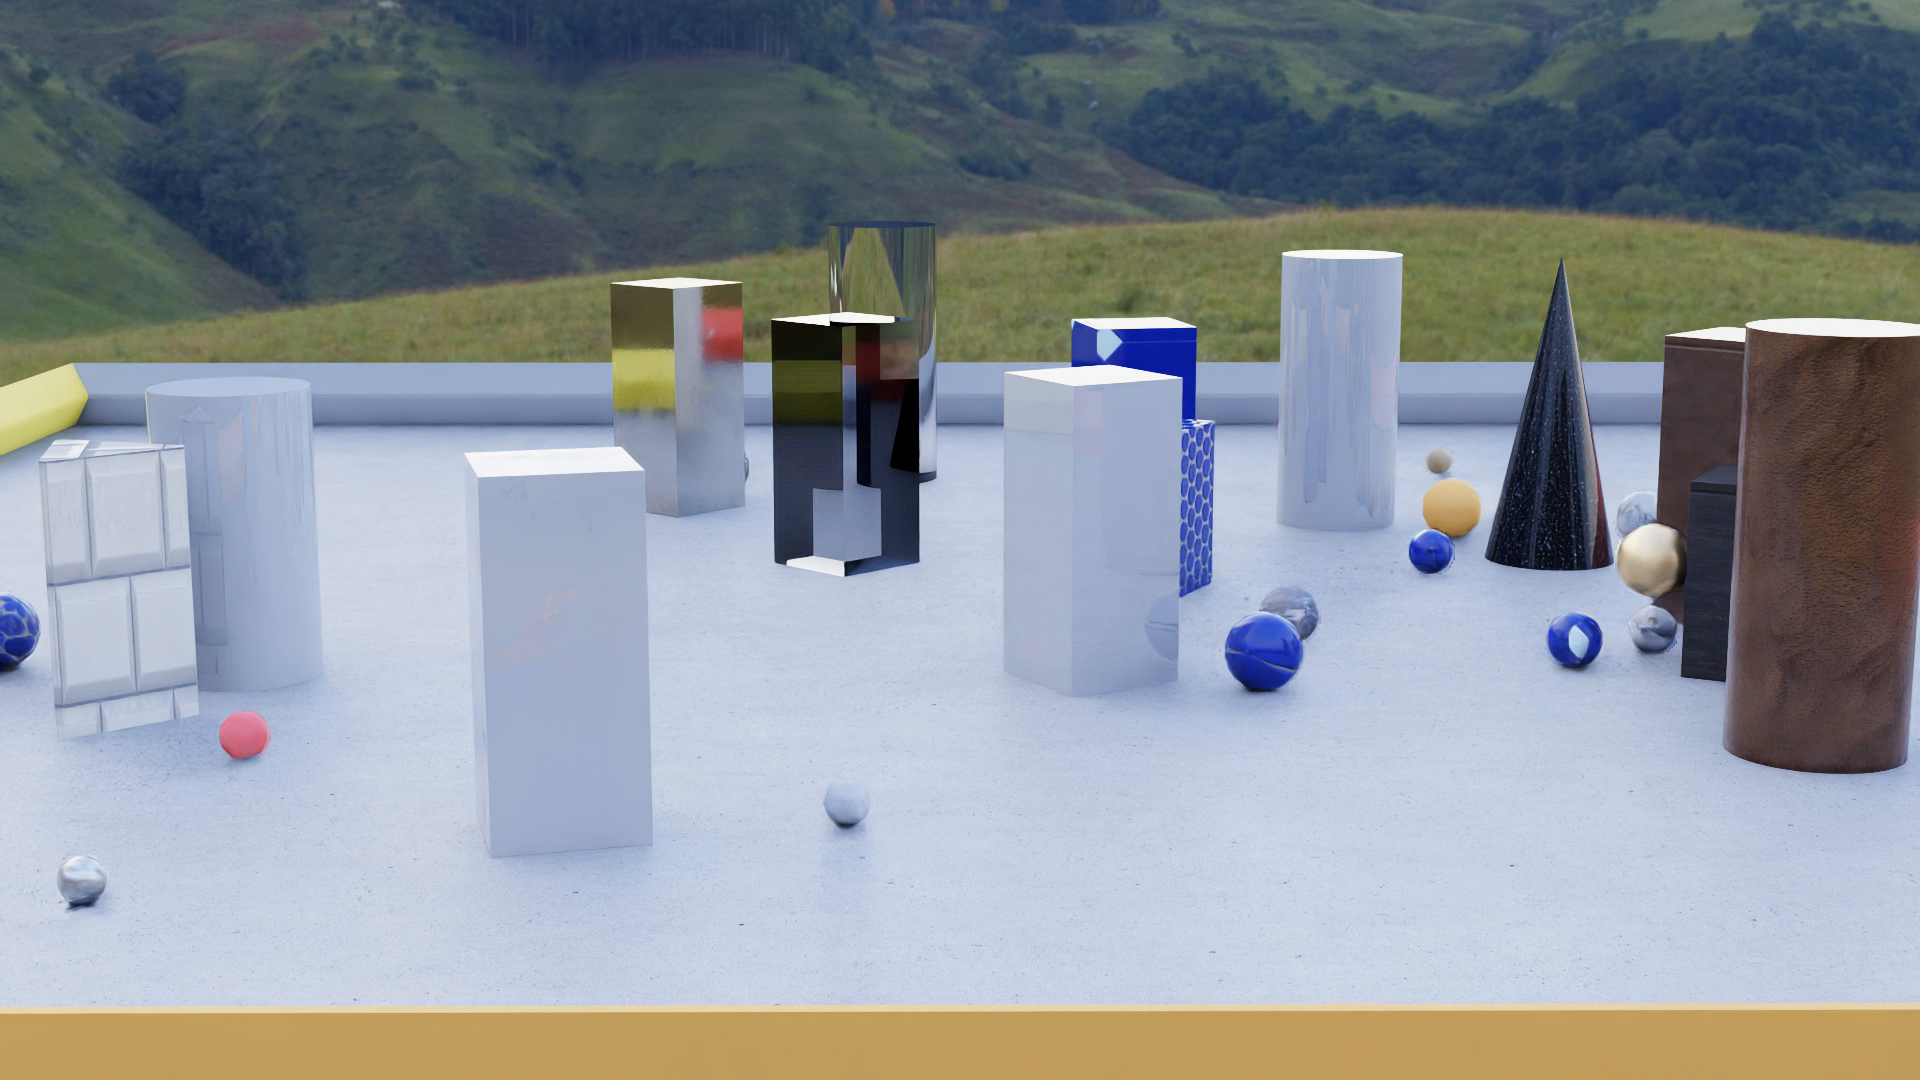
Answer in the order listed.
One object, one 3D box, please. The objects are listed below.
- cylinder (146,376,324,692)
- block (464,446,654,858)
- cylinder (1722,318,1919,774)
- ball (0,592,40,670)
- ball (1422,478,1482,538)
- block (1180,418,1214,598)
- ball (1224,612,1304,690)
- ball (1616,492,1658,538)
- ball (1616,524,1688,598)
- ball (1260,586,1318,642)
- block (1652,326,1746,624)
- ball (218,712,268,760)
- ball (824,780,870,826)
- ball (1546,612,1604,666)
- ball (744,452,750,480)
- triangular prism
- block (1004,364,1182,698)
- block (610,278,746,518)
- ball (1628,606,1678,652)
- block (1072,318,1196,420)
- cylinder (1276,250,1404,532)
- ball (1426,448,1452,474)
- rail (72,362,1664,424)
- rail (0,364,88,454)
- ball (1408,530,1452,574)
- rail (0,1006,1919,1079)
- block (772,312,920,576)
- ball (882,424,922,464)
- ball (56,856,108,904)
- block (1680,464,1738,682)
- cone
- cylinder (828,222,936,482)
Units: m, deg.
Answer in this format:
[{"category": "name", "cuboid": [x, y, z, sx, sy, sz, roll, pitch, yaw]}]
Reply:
[{"category": "cylinder", "cuboid": [-0.865, -0.011, 3.067, 0.189, 0.348, 0.189, 0, 11, 0]}, {"category": "block", "cuboid": [-0.382, 0.102, 2.438, 0.151, 0.357, 0.151, -3, 11, -15]}, {"category": "cylinder", "cuboid": [0.916, 0.002, 2.709, 0.189, 0.454, 0.189, 0, 11, 0]}, {"category": "ball", "cuboid": [-1.166, 0.109, 3.114, 0.095, 0.095, 0.095, 0, 11, 0]}, {"category": "ball", "cuboid": [0.763, -0.050, 3.979, 0.091, 0.091, 0.091, 0, 11, 0]}, {"category": "block", "cuboid": [0.255, -0.047, 3.582, 0.151, 0.231, 0.151, 5, 12, 27]}, {"category": "ball", "cuboid": [0.356, 0.130, 3.010, 0.092, 0.092, 0.092, 0, 11, 0]}, {"category": "ball", "cuboid": [1.041, -0.033, 3.904, 0.084, 0.084, 0.084, 0, 11, 0]}, {"category": "ball", "cuboid": [0.838, 0.025, 3.096, 0.089, 0.089, 0.089, 0, 11, 0]}, {"category": "ball", "cuboid": [0.416, 0.095, 3.246, 0.075, 0.075, 0.075, 0, 11, 0]}, {"category": "block", "cuboid": [1.022, -0.081, 3.364, 0.151, 0.377, 0.151, 10, 15, 44]}, {"category": "ball", "cuboid": [-0.758, 0.206, 2.714, 0.051, 0.051, 0.051, 0, 11, 0]}, {"category": "ball", "cuboid": [-0.109, 0.253, 2.477, 0.045, 0.045, 0.045, 0, 11, 0]}, {"category": "ball", "cuboid": [0.749, 0.121, 3.126, 0.068, 0.068, 0.068, 0, 11, 0]}, {"category": "ball", "cuboid": [-0.404, -0.122, 4.356, 0.094, 0.094, 0.094, 0, 11, 0]}, {"category": "triangular prism", "cuboid": [-0.969, 0.047, 2.873, 0.164, 0.306, 0.142, -10, 14, -42]}, {"category": "block", "cuboid": [0.156, -0.015, 3.049, 0.151, 0.364, 0.151, -6, 12, -30]}, {"category": "block", "cuboid": [-0.463, -0.237, 4.220, 0.151, 0.371, 0.151, 9, 14, 41]}, {"category": "ball", "cuboid": [0.865, 0.111, 3.203, 0.058, 0.058, 0.058, 0, 11, 0]}, {"category": "block", "cuboid": [0.259, -0.156, 3.865, 0.151, 0.342, 0.151, -2, 11, -12]}, {"category": "cylinder", "cuboid": [0.603, -0.241, 4.088, 0.189, 0.427, 0.189, 0, 11, 0]}, {"category": "ball", "cuboid": [0.856, -0.142, 4.589, 0.047, 0.047, 0.047, 0, 11, 0]}, {"category": "rail", "cuboid": [-0.010, -0.296, 5.204, 3.587, 0.123, 0.045, 0, 11, 0]}, {"category": "rail", "cuboid": [-1.770, 0.033, 3.439, 0.045, 0.123, 3.617, 0, 11, 0]}, {"category": "ball", "cuboid": [0.678, 0.016, 3.699, 0.064, 0.064, 0.064, 0, 11, 0]}, {"category": "rail", "cuboid": [0.010, 0.359, 1.695, 3.587, 0.123, 0.045, 0, 11, 0]}, {"category": "block", "cuboid": [-0.166, -0.143, 3.747, 0.151, 0.359, 0.151, 10, 15, 44]}, {"category": "ball", "cuboid": [-0.107, -0.176, 4.708, 0.071, 0.071, 0.071, 0, 11, 0]}, {"category": "ball", "cuboid": [-0.770, 0.298, 2.248, 0.042, 0.042, 0.042, 0, 11, 0]}, {"category": "block", "cuboid": [0.967, 0.042, 3.085, 0.151, 0.238, 0.151, 6, 12, 28]}, {"category": "cone", "cuboid": [0.876, -0.194, 3.772, 0.189, 0.451, 0.189, 0, 11, 0]}, {"category": "cylinder", "cuboid": [-0.136, -0.331, 4.519, 0.189, 0.446, 0.189, 0, 11, 0]}]
